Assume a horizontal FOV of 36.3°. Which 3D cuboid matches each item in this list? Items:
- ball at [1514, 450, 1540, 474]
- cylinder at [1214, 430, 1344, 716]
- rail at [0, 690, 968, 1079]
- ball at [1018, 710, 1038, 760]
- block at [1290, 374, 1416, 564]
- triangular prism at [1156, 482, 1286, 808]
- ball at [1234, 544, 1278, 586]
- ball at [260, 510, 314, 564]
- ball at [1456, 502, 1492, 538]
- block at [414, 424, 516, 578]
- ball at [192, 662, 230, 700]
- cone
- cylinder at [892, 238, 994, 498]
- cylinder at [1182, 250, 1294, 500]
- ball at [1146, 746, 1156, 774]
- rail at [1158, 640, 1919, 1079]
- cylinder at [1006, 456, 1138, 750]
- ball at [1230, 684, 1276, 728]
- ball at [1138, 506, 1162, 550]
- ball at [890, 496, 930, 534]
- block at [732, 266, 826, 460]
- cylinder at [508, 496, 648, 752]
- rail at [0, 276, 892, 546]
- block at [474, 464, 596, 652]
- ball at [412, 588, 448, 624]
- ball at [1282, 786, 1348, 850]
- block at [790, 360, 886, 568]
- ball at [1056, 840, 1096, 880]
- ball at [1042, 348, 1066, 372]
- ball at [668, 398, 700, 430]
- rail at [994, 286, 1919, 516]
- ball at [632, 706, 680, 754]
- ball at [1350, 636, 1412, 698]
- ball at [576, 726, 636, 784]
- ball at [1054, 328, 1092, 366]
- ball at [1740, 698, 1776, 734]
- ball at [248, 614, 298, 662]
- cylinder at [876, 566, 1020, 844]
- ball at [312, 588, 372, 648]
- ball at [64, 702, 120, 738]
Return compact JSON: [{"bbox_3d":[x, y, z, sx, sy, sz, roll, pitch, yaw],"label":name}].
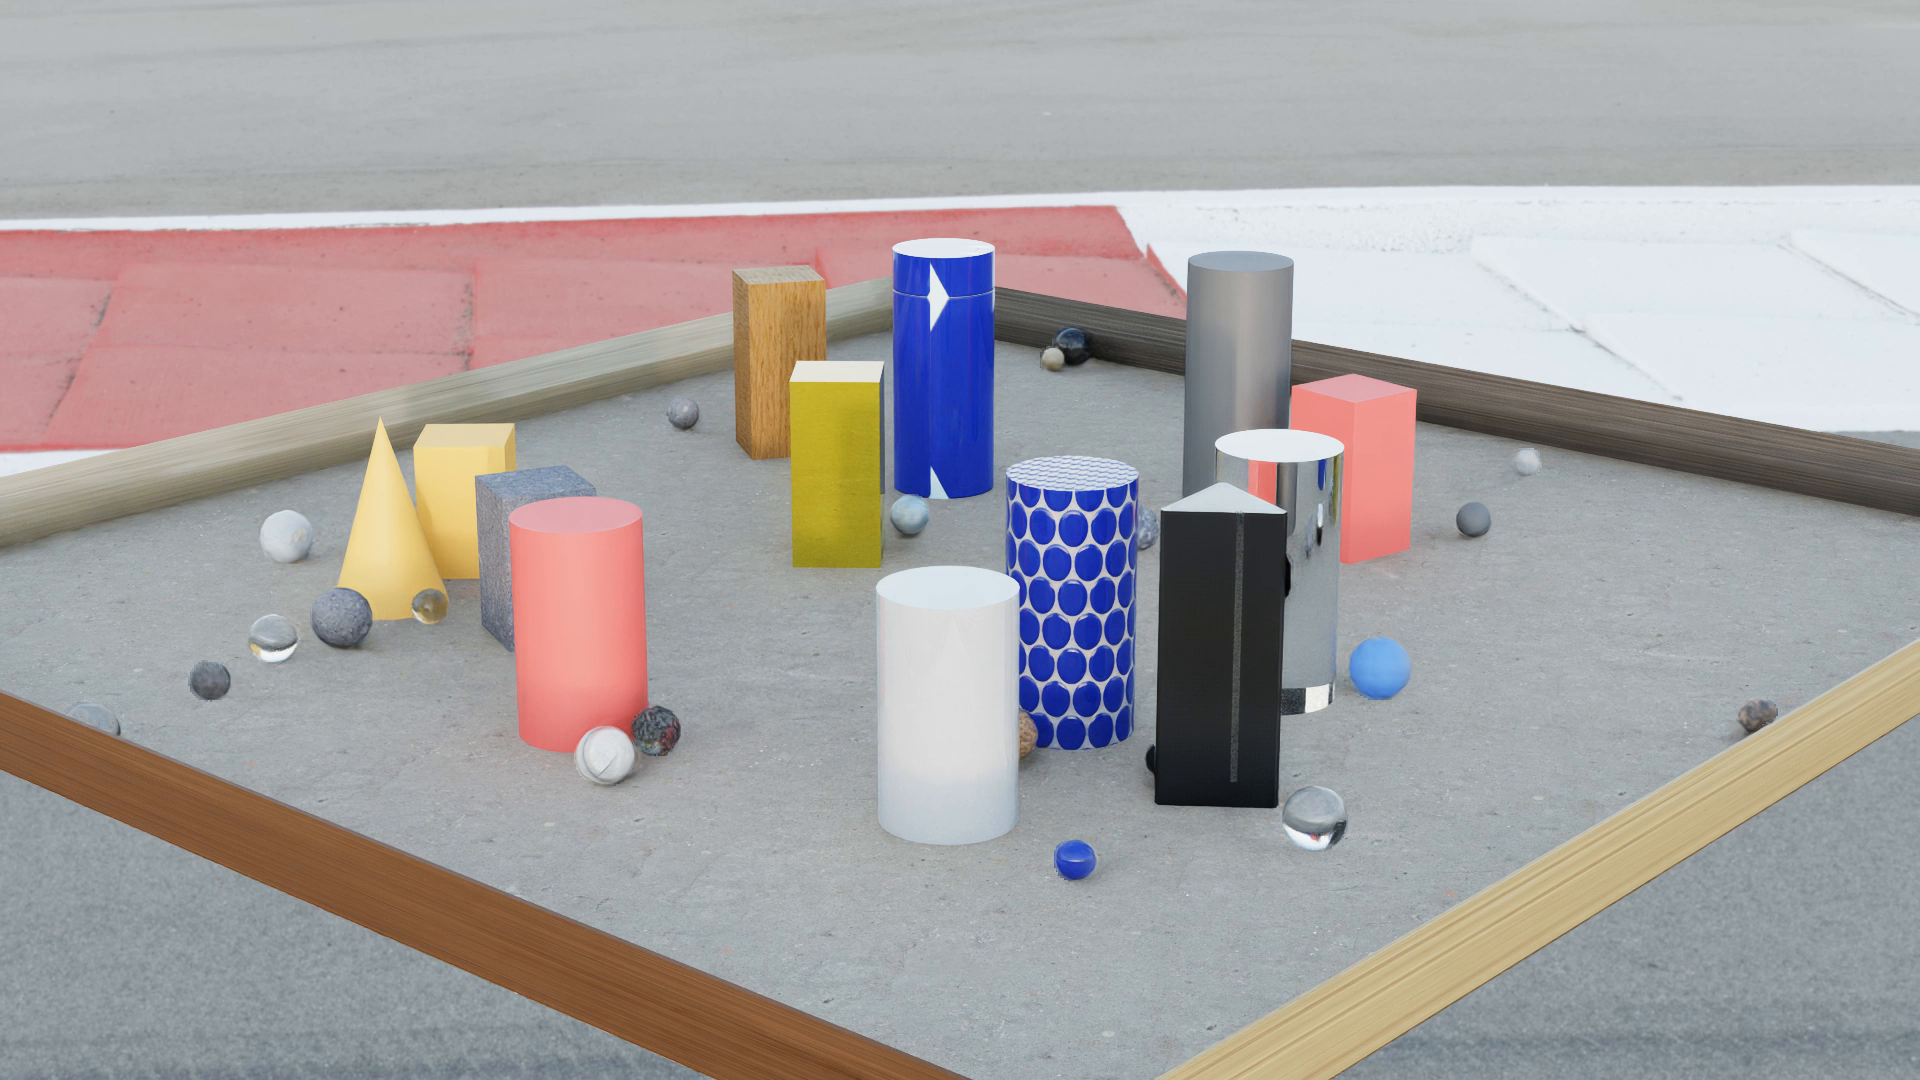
[{"bbox_3d":[1.138,-0.156,5.884,0.051,0.051,0.051,0,17,0],"label":"ball"},{"bbox_3d":[0.493,0.049,4.586,0.199,0.407,0.199,0,17,0],"label":"cylinder"},{"bbox_3d":[-1.013,0.369,4.003,3.050,0.129,0.045,14,22,39],"label":"rail"},{"bbox_3d":[0.079,0.290,4.363,0.075,0.075,0.075,0,17,0],"label":"ball"},{"bbox_3d":[0.716,-0.132,5.369,0.159,0.302,0.159,-13,21,-36],"label":"block"},{"bbox_3d":[0.372,0.149,4.201,0.172,0.438,0.149,1,17,4],"label":"triangular prism"},{"bbox_3d":[0.521,0.044,5.174,0.077,0.077,0.077,0,17,0],"label":"ball"},{"bbox_3d":[-1.219,-0.006,5.309,0.095,0.095,0.095,0,17,0],"label":"ball"},{"bbox_3d":[0.959,-0.038,5.467,0.066,0.066,0.066,0,17,0],"label":"ball"},{"bbox_3d":[-0.884,-0.071,5.266,0.159,0.244,0.159,-1,17,-2],"label":"block"},{"bbox_3d":[-1.179,0.221,4.615,0.060,0.060,0.060,0,17,0],"label":"ball"},{"bbox_3d":[-0.989,-0.052,5.048,0.199,0.334,0.199,0,17,0],"label":"cone"},{"bbox_3d":[-0.032,-0.337,5.746,0.199,0.477,0.199,0,17,0],"label":"cylinder"},{"bbox_3d":[0.526,-0.288,5.563,0.199,0.490,0.199,0,17,0],"label":"cylinder"},{"bbox_3d":[0.294,0.323,4.306,0.045,0.045,0.045,0,17,0],"label":"ball"},{"bbox_3d":[1.134,0.316,4.177,0.045,0.129,3.138,14,22,39],"label":"rail"},{"bbox_3d":[0.168,0.094,4.443,0.199,0.404,0.199,0,17,0],"label":"cylinder"},{"bbox_3d":[0.448,0.254,4.491,0.069,0.069,0.069,0,17,0],"label":"ball"},{"bbox_3d":[0.329,-0.021,5.383,0.081,0.081,0.081,0,17,0],"label":"ball"},{"bbox_3d":[-0.094,-0.047,5.484,0.073,0.073,0.073,0,17,0],"label":"ball"},{"bbox_3d":[-0.371,-0.367,6.039,0.159,0.365,0.159,-5,17,-15],"label":"block"},{"bbox_3d":[-0.575,0.126,4.441,0.199,0.343,0.199,0,17,0],"label":"cylinder"},{"bbox_3d":[-1.134,-0.252,6.062,0.045,0.129,3.138,14,22,39],"label":"rail"},{"bbox_3d":[-0.706,0.029,4.903,0.159,0.263,0.159,-8,18,-24],"label":"block"},{"bbox_3d":[-0.899,0.113,4.975,0.061,0.061,0.061,0,17,0],"label":"ball"},{"bbox_3d":[0.488,0.382,4.031,0.090,0.090,0.090,0,17,0],"label":"ball"},{"bbox_3d":[-0.220,-0.138,5.316,0.159,0.344,0.159,0,17,2],"label":"block"},{"bbox_3d":[0.156,0.429,3.936,0.054,0.054,0.054,0,17,0],"label":"ball"},{"bbox_3d":[0.215,-0.415,6.738,0.054,0.054,0.054,0,17,0],"label":"ball"},{"bbox_3d":[-0.588,-0.270,6.233,0.068,0.068,0.068,0,17,0],"label":"ball"},{"bbox_3d":[1.013,-0.304,6.237,3.050,0.129,0.045,14,22,39],"label":"rail"},{"bbox_3d":[-0.454,0.285,4.383,0.073,0.073,0.073,0,17,0],"label":"ball"},{"bbox_3d":[0.662,0.201,4.617,0.097,0.097,0.097,0,17,0],"label":"ball"},{"bbox_3d":[-0.516,0.313,4.267,0.086,0.086,0.086,0,17,0],"label":"ball"},{"bbox_3d":[0.261,-0.448,6.788,0.088,0.088,0.088,0,17,0],"label":"ball"},{"bbox_3d":[1.216,0.268,4.471,0.055,0.055,0.055,0,17,0],"label":"ball"},{"bbox_3d":[-1.121,0.161,4.783,0.079,0.079,0.079,0,17,0],"label":"ball"},{"bbox_3d":[-0.017,0.229,4.100,0.199,0.342,0.199,0,17,0],"label":"cylinder"},{"bbox_3d":[-1.023,0.128,4.856,0.099,0.099,0.099,0,17,0],"label":"ball"},{"bbox_3d":[-1.292,0.286,4.350,0.089,0.089,0.089,0,17,0],"label":"ball"}]
